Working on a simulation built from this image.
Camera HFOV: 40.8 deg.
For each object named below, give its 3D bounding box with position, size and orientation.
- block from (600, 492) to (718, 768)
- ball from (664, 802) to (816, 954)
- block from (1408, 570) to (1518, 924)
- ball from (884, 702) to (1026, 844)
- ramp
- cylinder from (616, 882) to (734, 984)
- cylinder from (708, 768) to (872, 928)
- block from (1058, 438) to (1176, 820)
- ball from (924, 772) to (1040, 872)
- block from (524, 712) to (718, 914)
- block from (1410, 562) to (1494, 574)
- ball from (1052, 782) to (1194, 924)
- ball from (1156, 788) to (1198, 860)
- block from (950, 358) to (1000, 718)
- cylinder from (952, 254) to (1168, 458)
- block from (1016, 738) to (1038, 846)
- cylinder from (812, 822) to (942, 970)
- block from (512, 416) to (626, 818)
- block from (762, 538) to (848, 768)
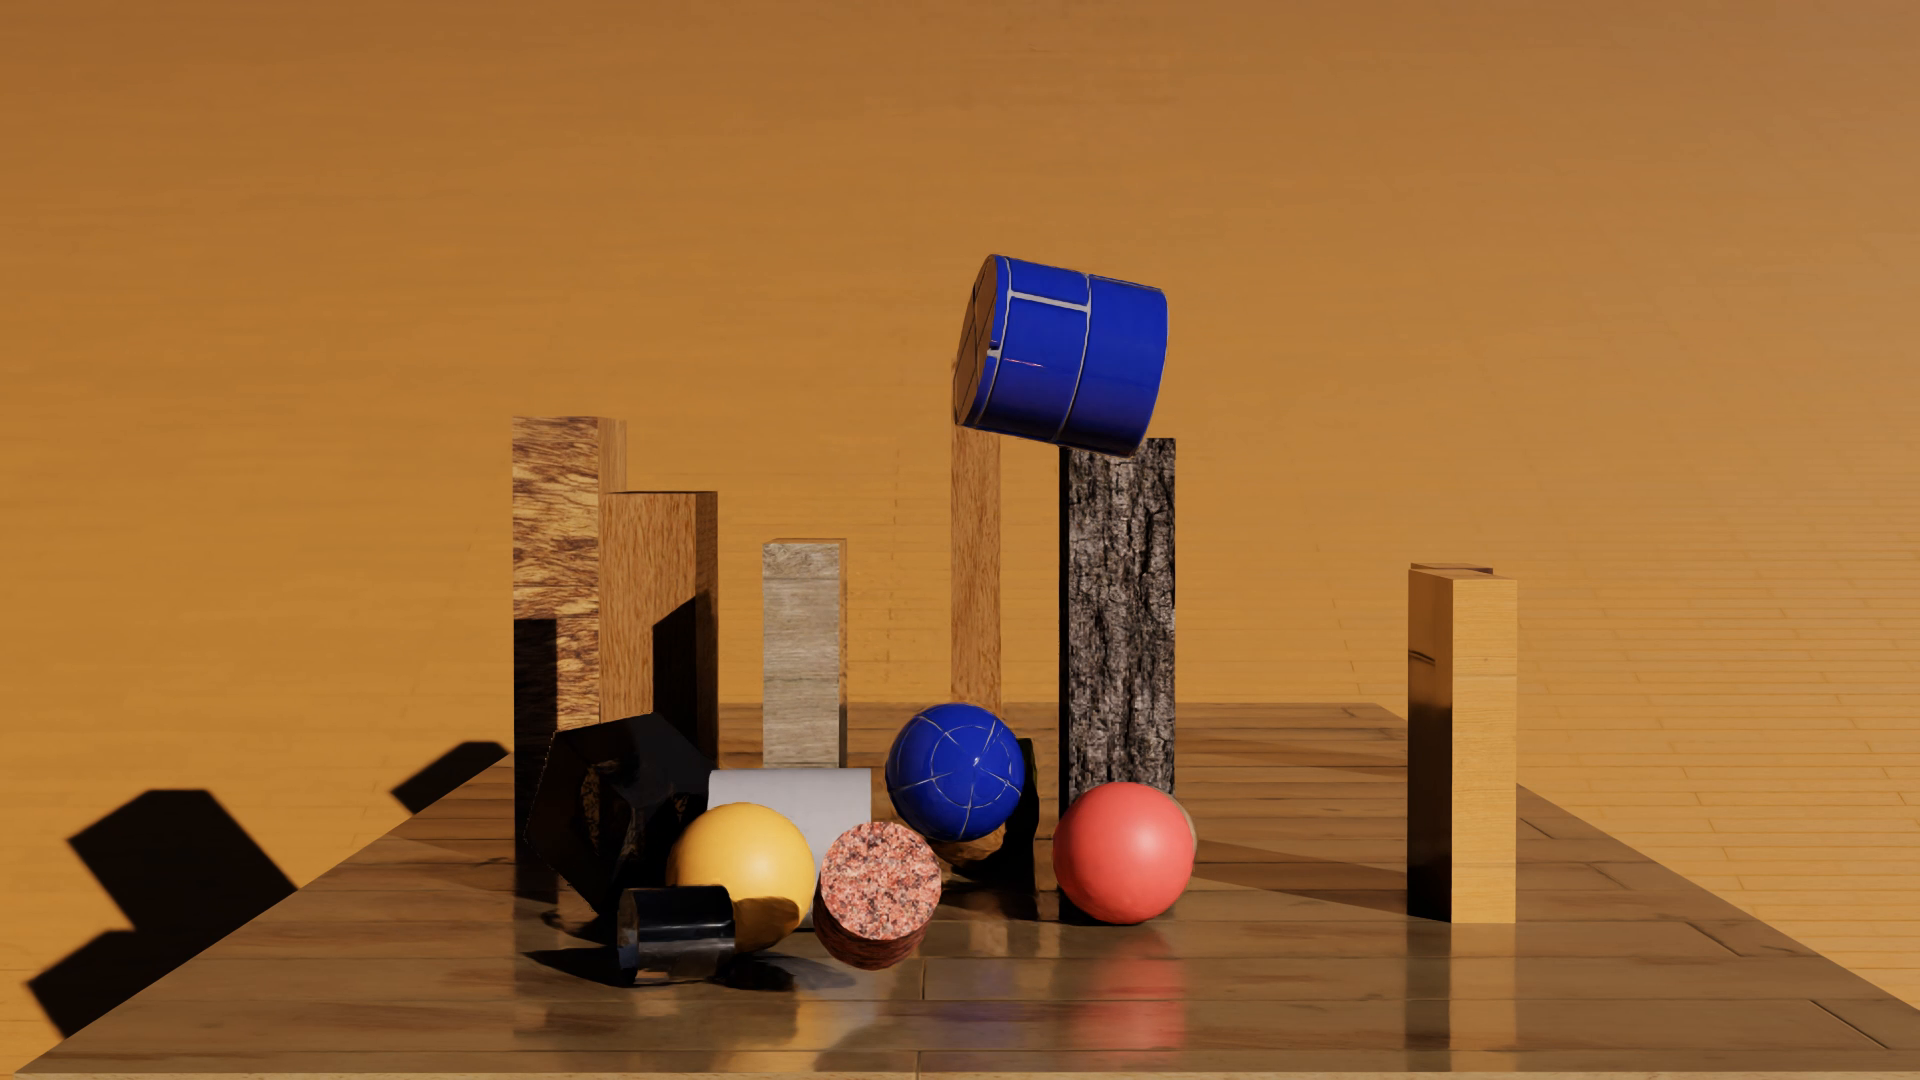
[{"bbox_3d":[-0.445,0.210,3.850,0.136,0.563,0.342,0,2,0],"label":"block"},{"bbox_3d":[-0.269,0.415,3.162,0.185,0.185,0.185,0,25,0],"label":"ball"},{"bbox_3d":[0.689,0.273,3.556,0.084,0.453,0.336,0,2,0],"label":"block"},{"bbox_3d":[-0.007,0.327,3.626,0.198,0.198,0.198,0,25,0],"label":"ball"},{"bbox_3d":[0.058,0.521,4.560,2.000,0.100,4.000,0,2,0],"label":"ramp"},{"bbox_3d":[-0.332,0.458,3.003,0.112,0.112,0.112,0,24,-21],"label":"cylinder"},{"bbox_3d":[-0.219,0.402,3.360,0.207,0.207,0.207,-1,25,-2],"label":"cylinder"},{"bbox_3d":[0.228,0.172,3.811,0.150,0.641,0.352,0,2,0],"label":"block"},{"bbox_3d":[0.028,0.401,3.832,0.182,0.182,0.182,0,25,0],"label":"ball"},{"bbox_3d":[-0.453,0.372,3.533,0.178,0.178,0.178,-9,38,-46],"label":"block"},{"bbox_3d":[0.958,0.253,5.036,0.109,0.408,0.268,0,2,0],"label":"block"},{"bbox_3d":[0.214,0.411,3.389,0.187,0.187,0.187,0,25,0],"label":"ball"},{"bbox_3d":[0.247,0.420,3.561,0.160,0.160,0.160,0,25,0],"label":"ball"},{"bbox_3d":[0.028,0.069,4.788,0.088,0.792,0.409,0,2,0],"label":"block"},{"bbox_3d":[0.101,-0.188,2.652,0.179,0.179,0.179,11,24,-10],"label":"cylinder"},{"bbox_3d":[0.052,0.398,4.081,0.125,0.125,0.125,0,58,7],"label":"block"},{"bbox_3d":[-0.094,0.399,2.883,0.134,0.134,0.134,3,67,-6],"label":"cylinder"},{"bbox_3d":[-0.691,0.127,4.602,0.146,0.687,0.386,0,2,0],"label":"block"},{"bbox_3d":[-0.213,0.250,3.595,0.102,0.498,0.267,0,2,0],"label":"block"}]
